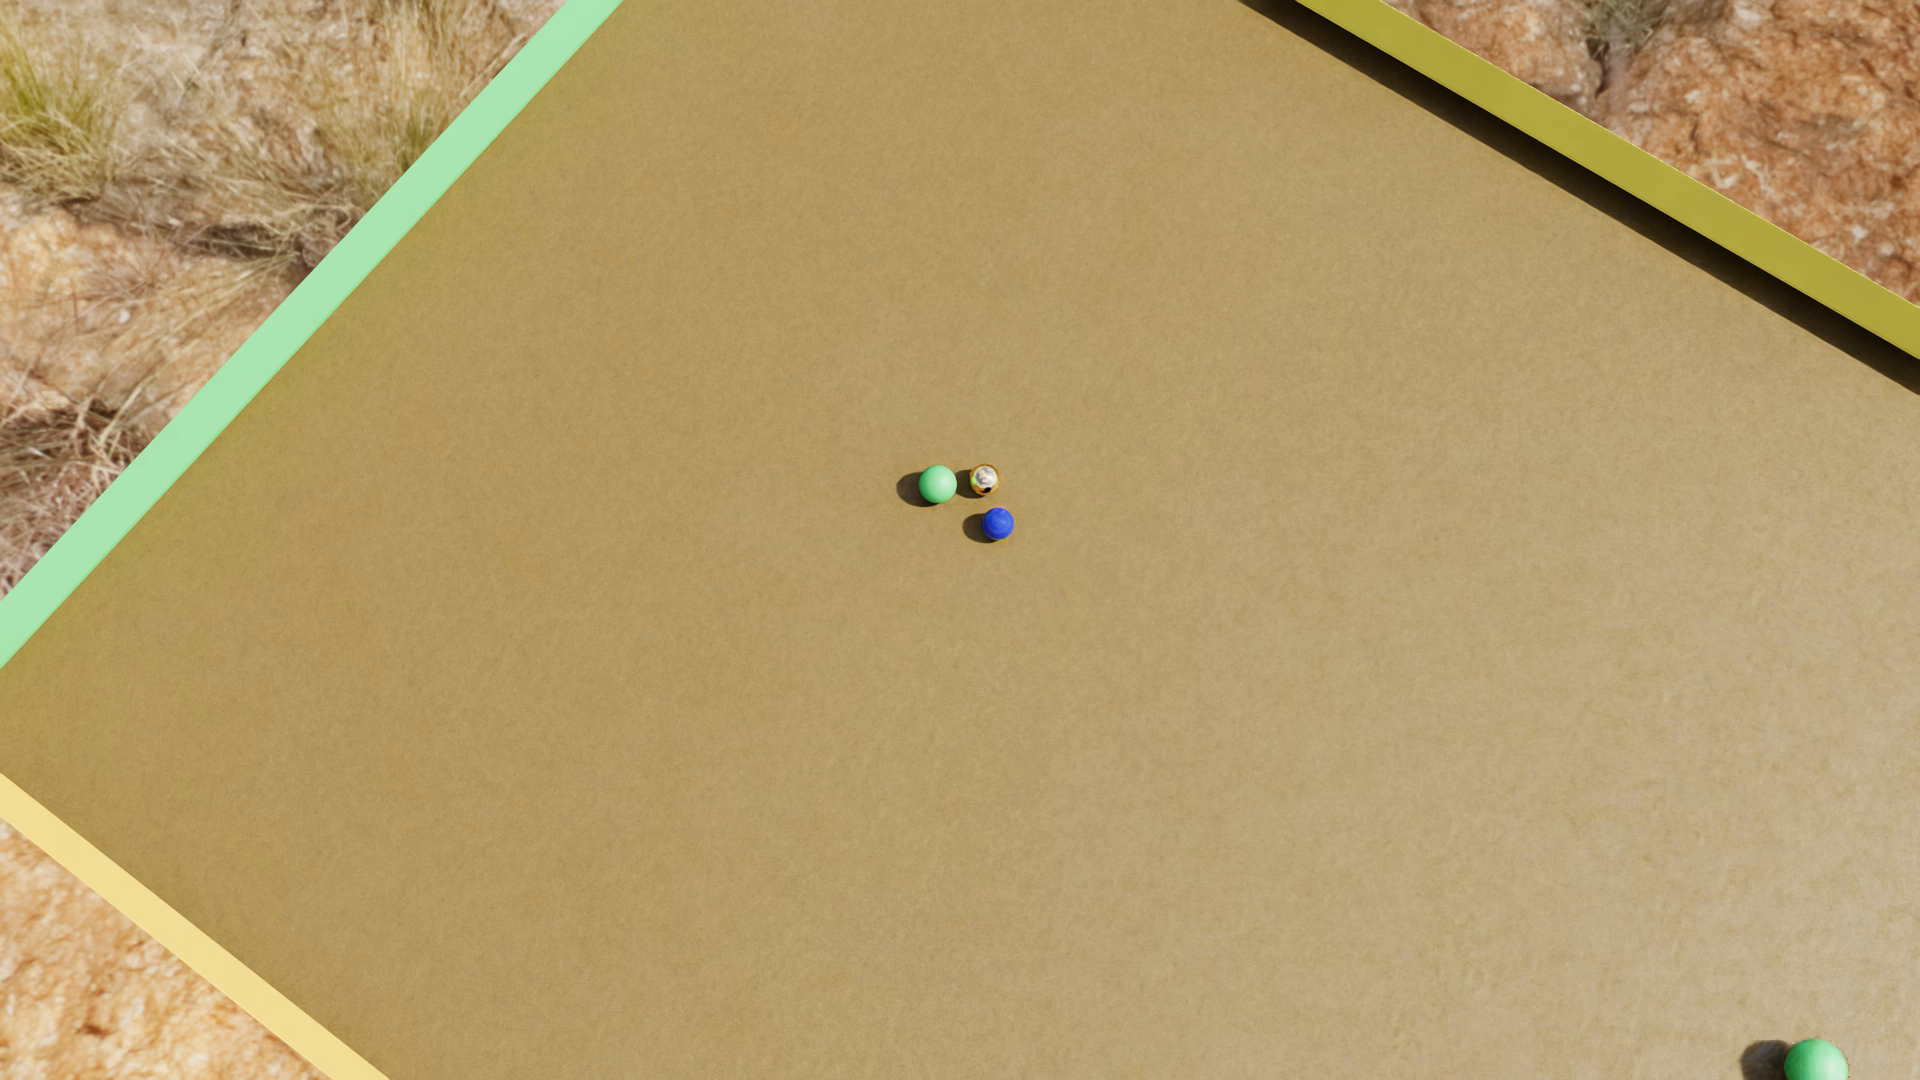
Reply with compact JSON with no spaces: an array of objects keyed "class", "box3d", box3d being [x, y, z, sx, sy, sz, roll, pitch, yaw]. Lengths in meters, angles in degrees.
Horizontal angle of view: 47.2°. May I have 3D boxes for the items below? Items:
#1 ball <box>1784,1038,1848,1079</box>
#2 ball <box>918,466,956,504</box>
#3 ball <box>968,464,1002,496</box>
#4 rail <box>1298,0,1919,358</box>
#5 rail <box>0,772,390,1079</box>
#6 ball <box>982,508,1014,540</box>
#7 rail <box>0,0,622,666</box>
[{"class":"ball","box3d":[1.234,0.763,3.173,0.085,0.085,0.085,0,68,0]},{"class":"ball","box3d":[-0.036,-0.090,3.533,0.062,0.062,0.062,0,68,0]},{"class":"ball","box3d":[0.040,-0.097,3.541,0.052,0.052,0.052,0,68,0]},{"class":"rail","box3d":[1.599,-0.300,3.591,4.465,0.111,0.045,34,72,13]},{"class":"rail","box3d":[0.213,1.486,2.864,4.465,0.111,0.045,34,72,13]},{"class":"ball","box3d":[0.061,-0.026,3.512,0.052,0.052,0.052,0,68,0]},{"class":"rail","box3d":[-0.887,-0.601,3.714,0.045,0.111,2.422,34,72,13]}]
